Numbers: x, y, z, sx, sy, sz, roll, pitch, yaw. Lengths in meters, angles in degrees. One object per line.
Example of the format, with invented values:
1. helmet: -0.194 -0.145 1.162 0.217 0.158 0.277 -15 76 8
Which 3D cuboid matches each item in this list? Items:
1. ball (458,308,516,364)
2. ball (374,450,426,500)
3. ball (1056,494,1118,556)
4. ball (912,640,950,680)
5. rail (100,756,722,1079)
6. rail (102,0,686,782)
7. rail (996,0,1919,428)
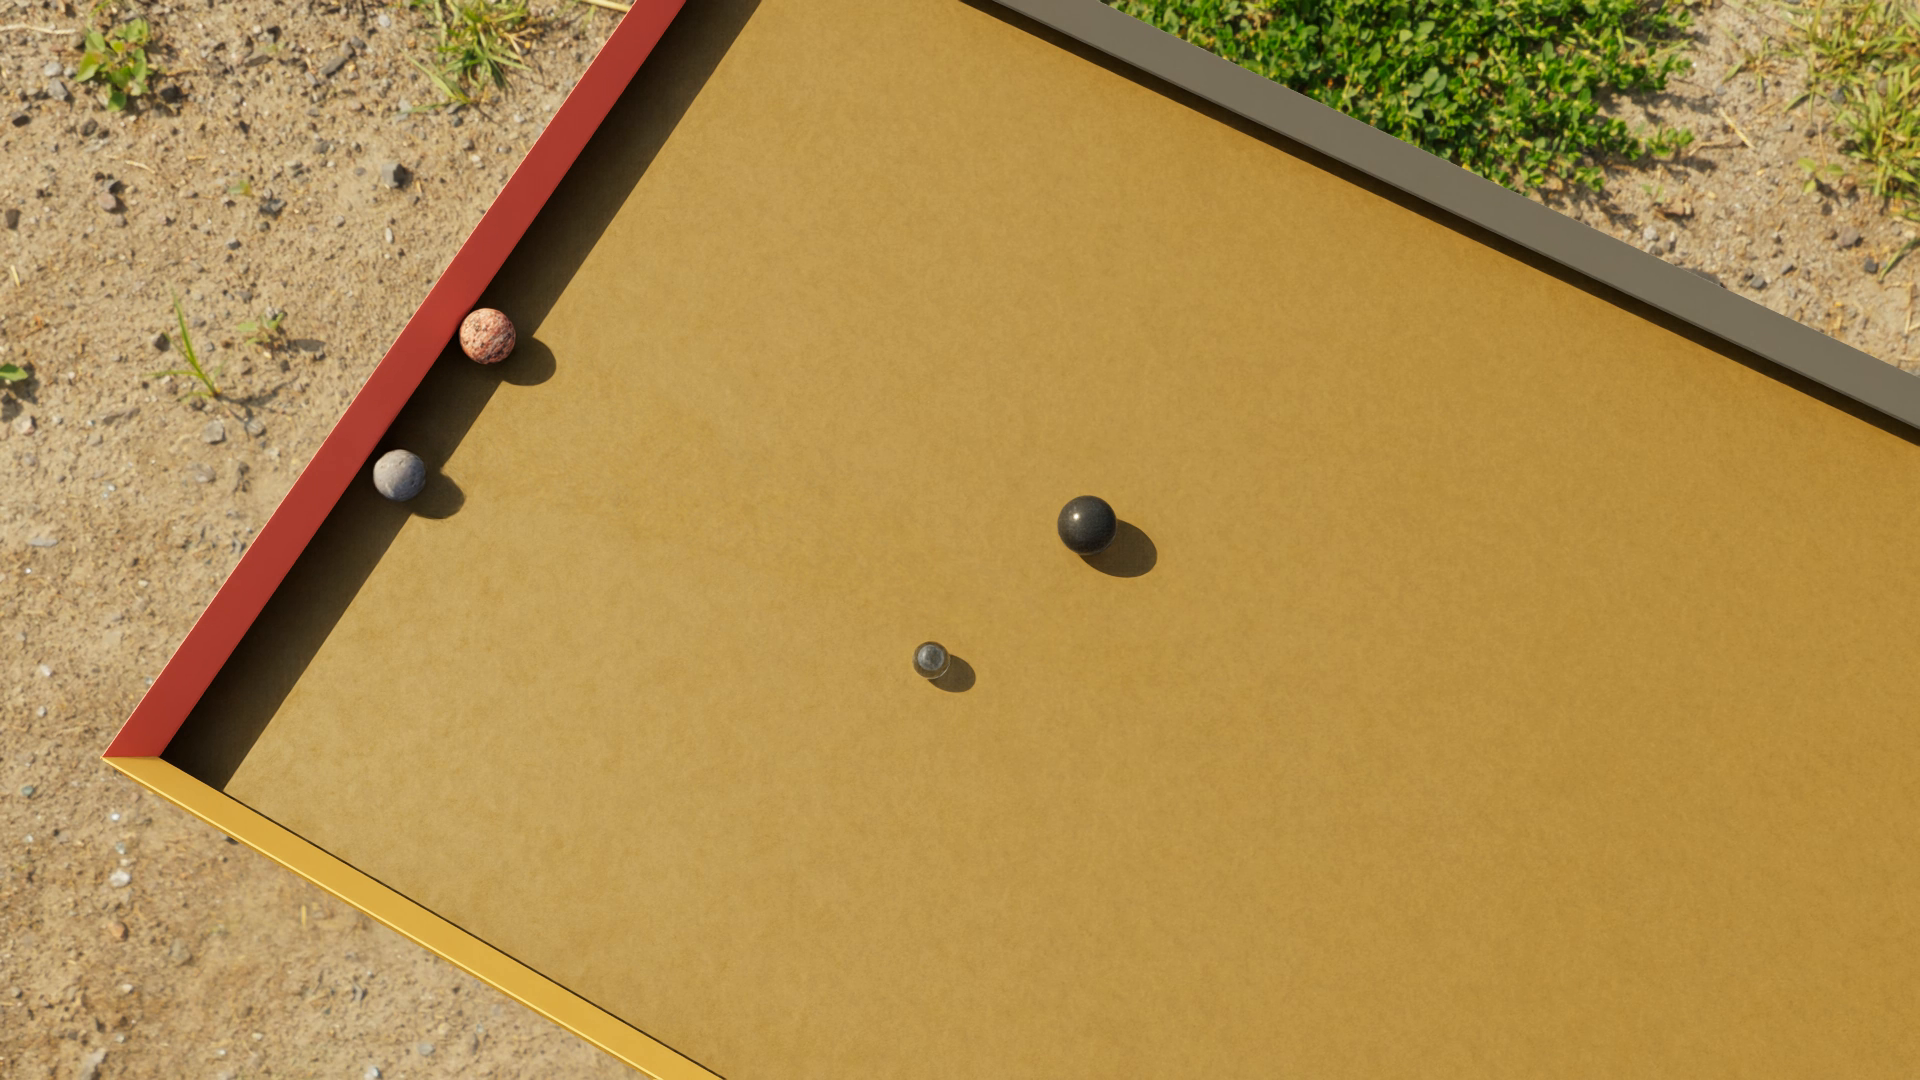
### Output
1. ball: -0.768 -0.331 3.572 0.091 0.091 0.091 0 69 0
2. ball: -0.889 -0.103 3.491 0.082 0.082 0.082 0 69 0
3. ball: 0.200 -0.023 3.453 0.095 0.095 0.095 0 69 0
4. ball: -0.045 0.185 3.393 0.059 0.059 0.059 0 69 0
5. rail: 0.379 1.161 2.989 3.728 0.124 0.045 27 72 10
6. rail: -0.797 -0.416 3.585 0.045 0.124 1.876 27 72 10
7. rail: 1.256 -0.339 3.556 3.728 0.124 0.045 27 72 10
